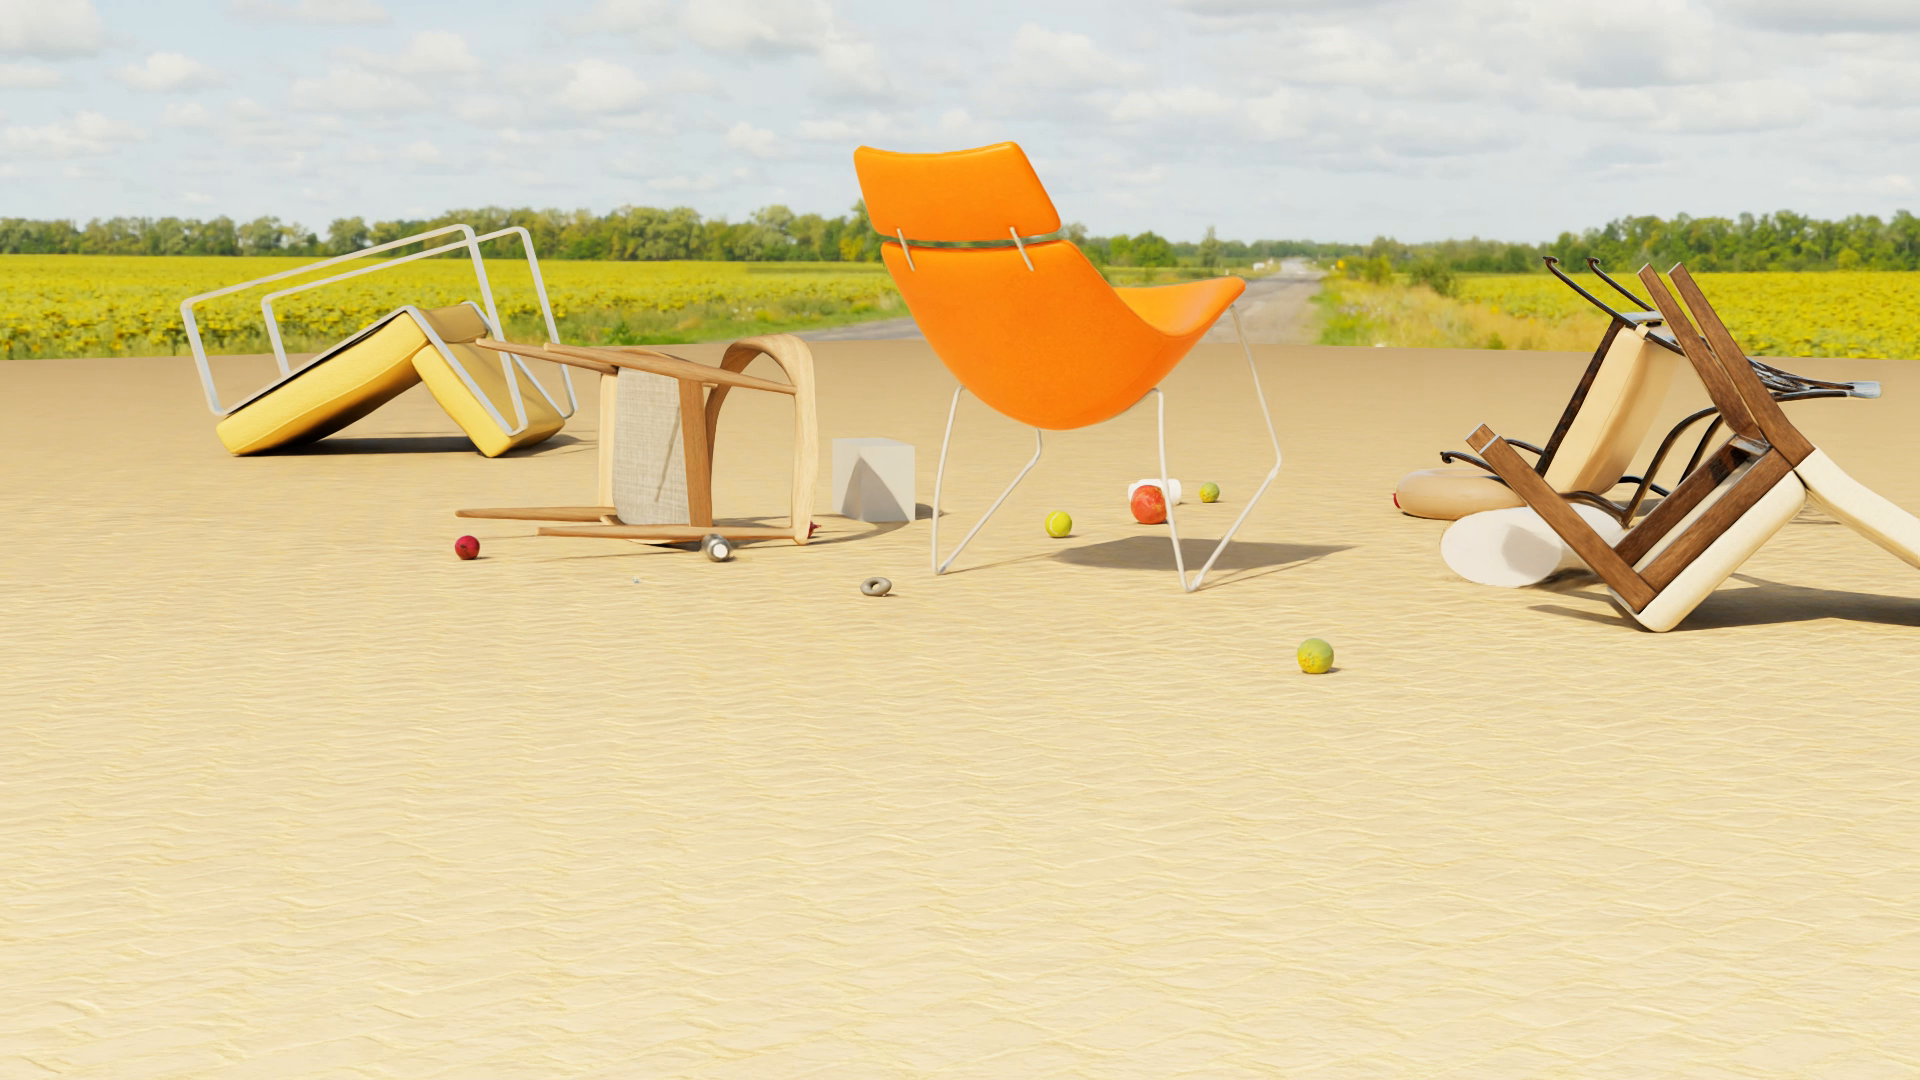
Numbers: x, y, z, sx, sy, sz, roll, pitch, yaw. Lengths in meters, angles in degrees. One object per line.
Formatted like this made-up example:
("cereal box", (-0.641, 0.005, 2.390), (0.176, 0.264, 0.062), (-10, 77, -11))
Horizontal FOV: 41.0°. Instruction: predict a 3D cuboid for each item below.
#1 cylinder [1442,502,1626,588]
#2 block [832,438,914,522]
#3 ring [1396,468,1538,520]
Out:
("cylinder", (1.235, 0.010, 5.524), (0.295, 0.163, 0.265), (3, 6, 44))
("block", (-0.240, -0.168, 7.059), (0.150, 0.202, 0.357), (-2, 6, -15))
("ring", (1.387, -0.124, 7.029), (0.337, 0.124, 0.427), (-5, 7, -33))
